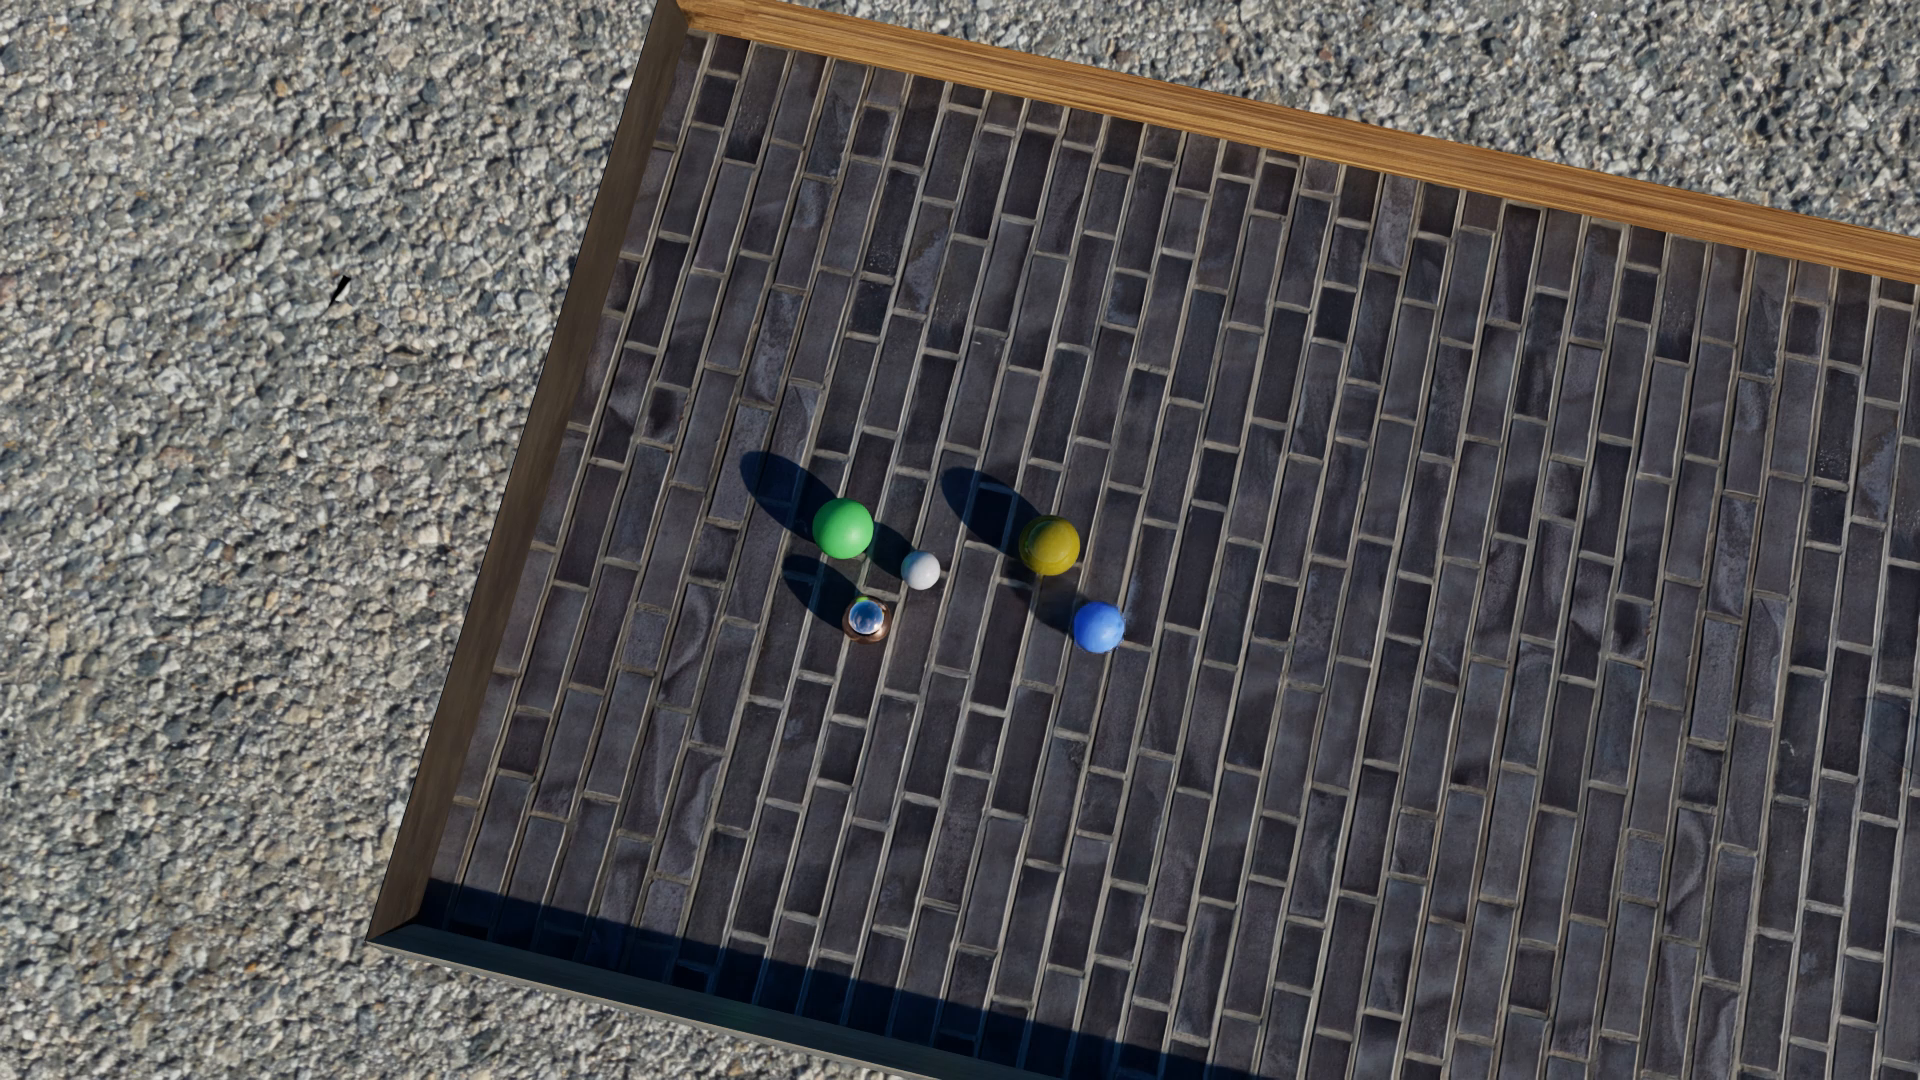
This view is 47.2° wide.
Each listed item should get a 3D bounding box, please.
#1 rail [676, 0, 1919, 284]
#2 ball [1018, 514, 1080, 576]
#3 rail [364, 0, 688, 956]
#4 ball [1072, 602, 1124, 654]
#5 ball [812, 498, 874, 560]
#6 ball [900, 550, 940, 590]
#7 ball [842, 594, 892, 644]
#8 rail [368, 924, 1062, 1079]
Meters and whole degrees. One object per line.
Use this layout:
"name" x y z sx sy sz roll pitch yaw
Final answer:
"rail" 0.840 -0.579 3.534 2.724 0.123 0.045 13 73 4
"ball" 0.137 0.008 3.369 0.095 0.095 0.095 0 73 0
"rail" -0.640 -0.150 3.402 0.045 0.123 1.598 13 73 4
"ball" 0.210 0.132 3.339 0.079 0.079 0.079 0 73 0
"ball" -0.180 -0.018 3.377 0.095 0.095 0.095 0 73 0
"ball" -0.061 0.046 3.375 0.061 0.061 0.061 0 73 0
"ball" -0.142 0.121 3.344 0.076 0.076 0.076 0 73 0
"rail" 0.486 0.863 3.089 2.724 0.123 0.045 13 73 4
